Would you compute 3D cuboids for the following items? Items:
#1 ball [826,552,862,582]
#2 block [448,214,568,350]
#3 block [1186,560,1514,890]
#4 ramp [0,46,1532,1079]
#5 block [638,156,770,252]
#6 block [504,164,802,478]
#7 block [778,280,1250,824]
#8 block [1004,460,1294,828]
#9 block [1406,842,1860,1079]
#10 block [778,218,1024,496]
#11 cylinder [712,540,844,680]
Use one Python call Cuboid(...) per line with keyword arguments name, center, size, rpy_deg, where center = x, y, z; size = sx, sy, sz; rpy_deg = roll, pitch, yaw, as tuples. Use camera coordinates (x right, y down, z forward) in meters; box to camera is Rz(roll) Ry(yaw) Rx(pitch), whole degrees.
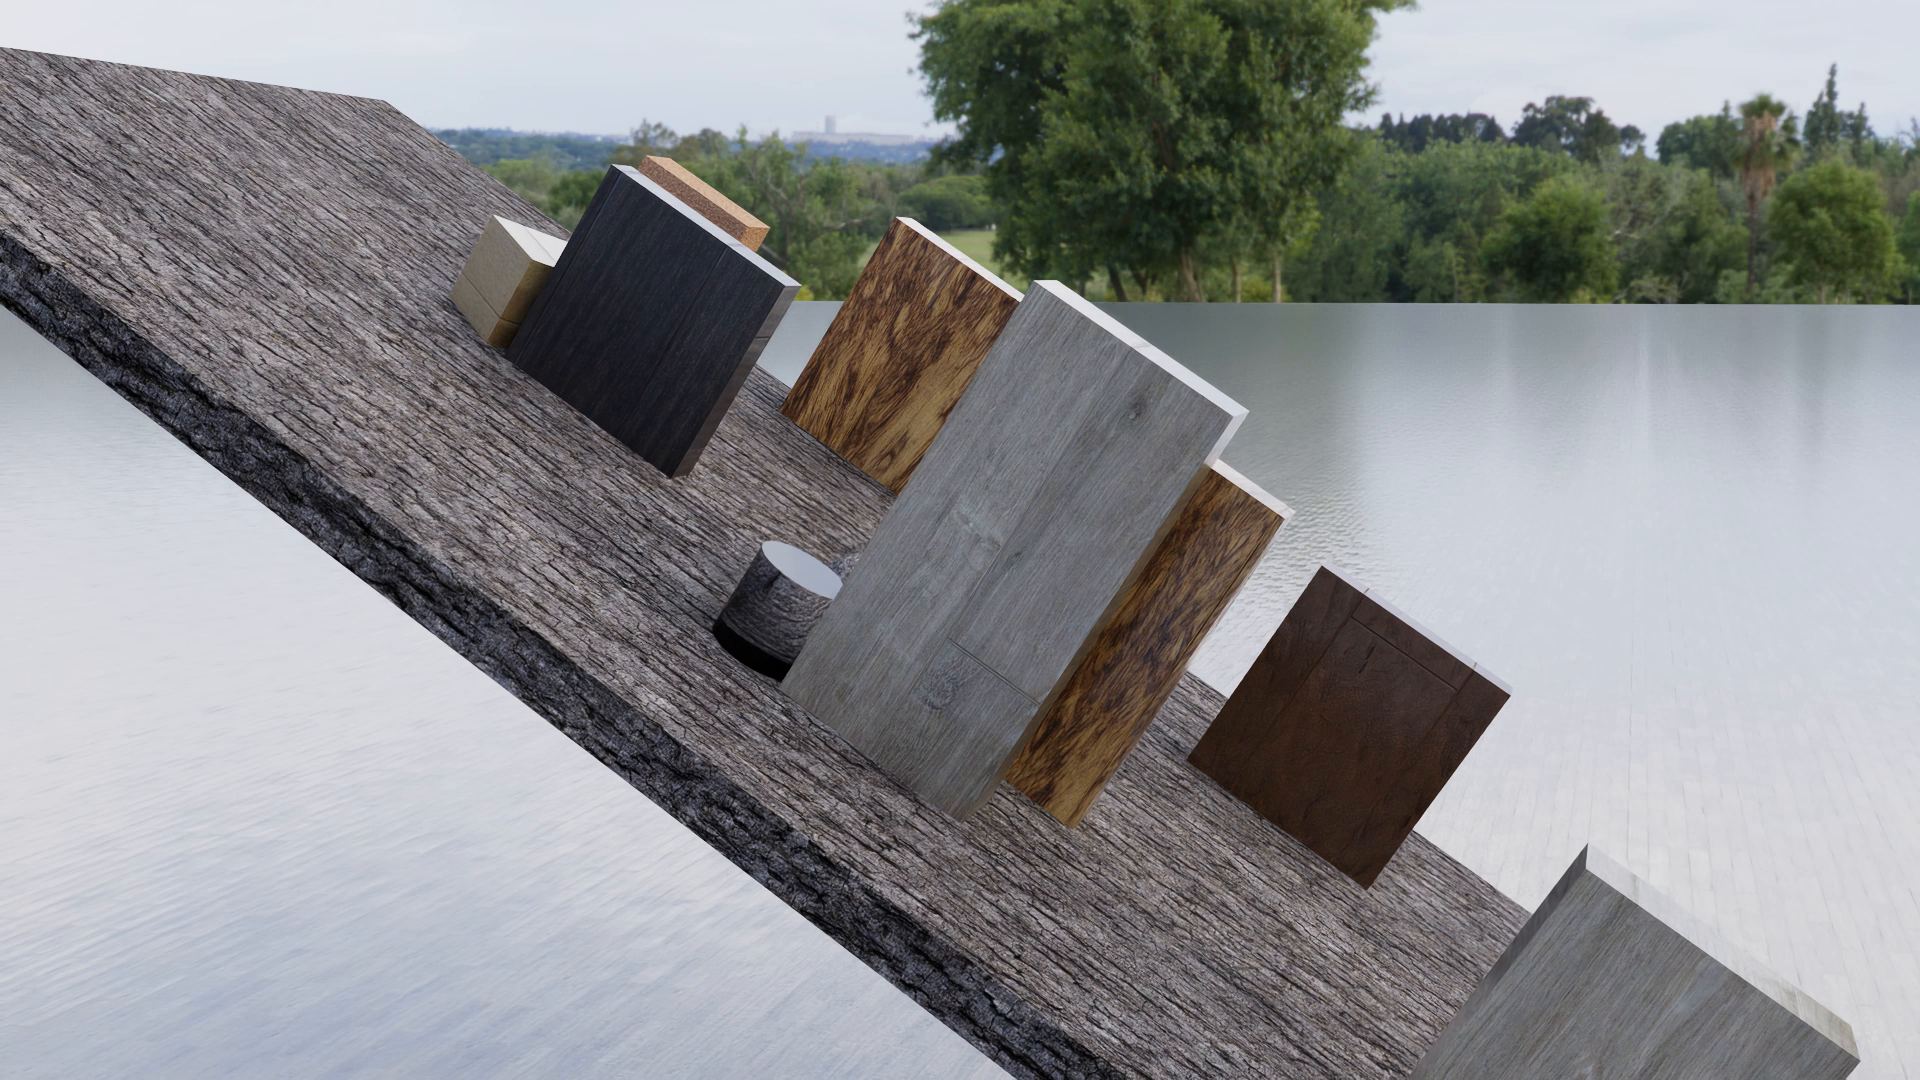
Cuboid(name="ball", center=(-0.164, 0.126, 3.720), size=(0.209, 0.209, 0.209), rpy_deg=(0, 7, 0))
Cuboid(name="block", center=(-0.845, -0.487, 4.311), size=(0.189, 0.189, 0.189), rpy_deg=(17, 22, -46))
Cuboid(name="block", center=(0.760, 0.362, 4.316), size=(0.433, 0.479, 0.084), rpy_deg=(35, 15, 10))
Cuboid(name="ramp", center=(-0.129, 0.217, 4.100), size=(4.000, 0.100, 2.000), rpy_deg=(35, 15, 10))
Cuboid(name="block", center=(-0.609, -0.510, 4.390), size=(0.257, 0.433, 0.113), rpy_deg=(35, 15, 10))
Cuboid(name="block", center=(-0.582, -0.411, 4.141), size=(0.410, 0.429, 0.083), rpy_deg=(35, 15, 10))
Cuboid(name="block", center=(0.077, 0.020, 3.450), size=(0.366, 0.773, 0.138), rpy_deg=(35, 15, 10))
Cuboid(name="block", center=(0.213, 0.107, 3.704), size=(0.397, 0.641, 0.111), rpy_deg=(35, 15, 10))
Cuboid(name="block", center=(0.849, 0.778, 2.979), size=(0.411, 0.589, 0.141), rpy_deg=(35, 15, 10))
Cuboid(name="block", center=(-0.117, -0.404, 4.894), size=(0.351, 0.512, 0.110), rpy_deg=(35, 15, 10))
Cuboid(name="cylinder", center=(-0.292, 0.115, 3.583), size=(0.164, 0.164, 0.164), rpy_deg=(30, 15, -9))
